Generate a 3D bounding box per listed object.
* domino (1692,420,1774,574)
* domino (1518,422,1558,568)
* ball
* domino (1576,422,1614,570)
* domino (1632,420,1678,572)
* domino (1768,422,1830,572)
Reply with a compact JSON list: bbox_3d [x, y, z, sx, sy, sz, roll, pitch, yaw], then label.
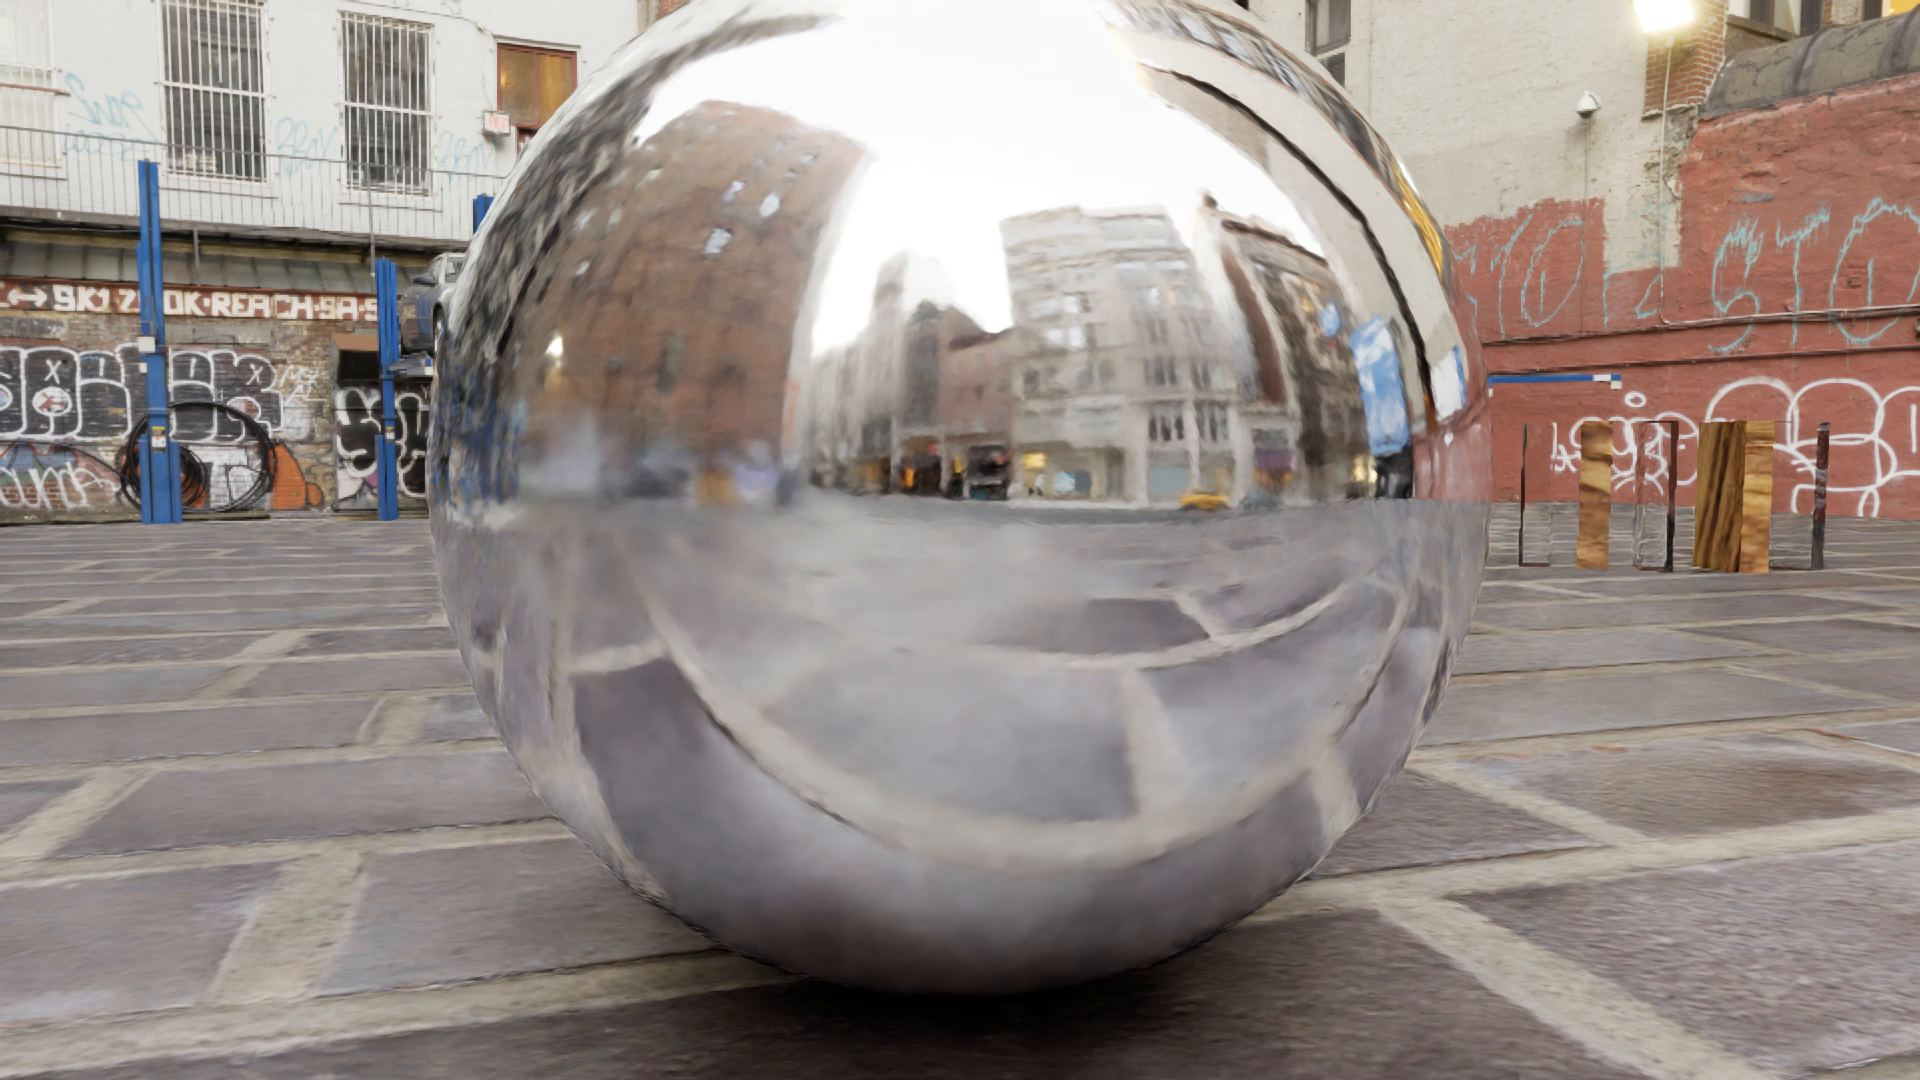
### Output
[{"bbox_3d":[0.260,-0.015,0.432,0.010,0.050,0.025,0,4,-3],"label":"domino"},{"bbox_3d":[0.204,-0.016,0.453,0.010,0.050,0.025,2,5,27],"label":"domino"},{"bbox_3d":[0.000,-0.005,0.103,0.080,0.080,0.080,0,4,0],"label":"ball"},{"bbox_3d":[0.220,-0.016,0.445,0.010,0.050,0.025,2,5,26],"label":"domino"},{"bbox_3d":[0.237,-0.015,0.437,0.010,0.050,0.025,2,5,22],"label":"domino"},{"bbox_3d":[0.281,-0.015,0.440,0.010,0.050,0.025,-3,5,-36],"label":"domino"}]
